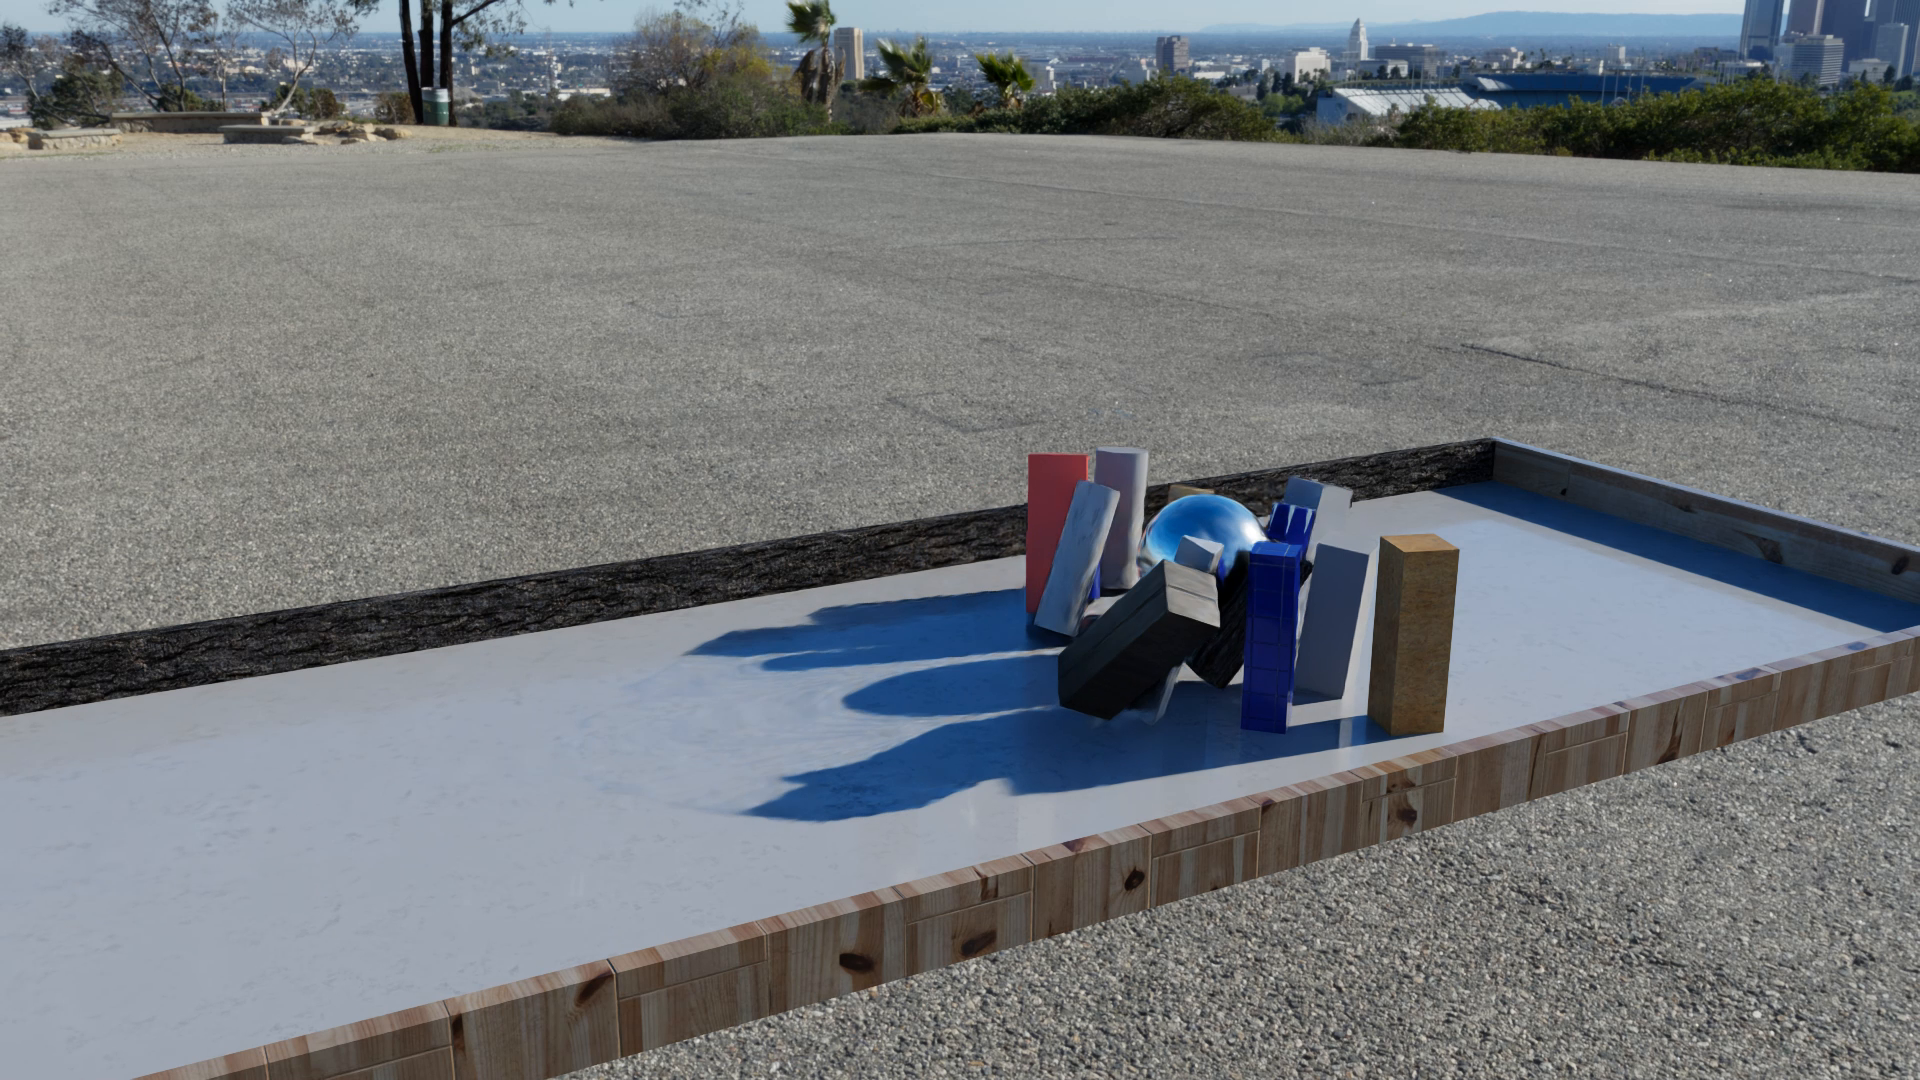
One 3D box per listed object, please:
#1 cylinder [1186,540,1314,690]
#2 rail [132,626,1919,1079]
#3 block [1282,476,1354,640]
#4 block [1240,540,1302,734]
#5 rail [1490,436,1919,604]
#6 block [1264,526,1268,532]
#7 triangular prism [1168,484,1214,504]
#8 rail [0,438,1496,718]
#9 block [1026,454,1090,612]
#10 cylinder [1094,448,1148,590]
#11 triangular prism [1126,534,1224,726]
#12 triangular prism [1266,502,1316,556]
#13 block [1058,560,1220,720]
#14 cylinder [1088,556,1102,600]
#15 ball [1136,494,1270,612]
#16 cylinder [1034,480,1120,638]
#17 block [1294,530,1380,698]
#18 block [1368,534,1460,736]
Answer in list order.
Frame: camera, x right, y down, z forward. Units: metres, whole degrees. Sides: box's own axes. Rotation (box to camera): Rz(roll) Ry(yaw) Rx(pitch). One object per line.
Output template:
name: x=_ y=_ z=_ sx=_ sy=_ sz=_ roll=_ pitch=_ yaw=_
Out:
cylinder: x=0.712 y=0.184 z=4.057 sx=0.120 sy=0.374 sz=0.120 roll=32 pitch=13 yaw=-8
rail: x=-2.336 y=1.006 z=1.665 sx=12.000 sy=0.150 sz=0.050 roll=-9 pitch=18 yaw=-27
block: x=0.915 y=0.051 z=4.414 sx=0.122 sy=0.416 sz=0.122 roll=8 pitch=8 yaw=-38
block: x=0.721 y=0.226 z=3.825 sx=0.104 sy=0.429 sz=0.104 roll=5 pitch=17 yaw=18
rail: x=2.466 y=-0.048 z=5.253 sx=0.050 sy=0.150 sz=2.100 roll=-9 pitch=18 yaw=-27
block: x=0.782 y=0.112 z=4.497 sx=0.407 sy=0.105 sz=0.105 roll=-39 pitch=34 yaw=-27
triangular prism: x=0.622 y=0.025 z=4.631 sx=0.124 sy=0.346 sz=0.107 roll=8 pitch=0 yaw=-1
rail: x=-3.305 y=0.497 z=3.399 sx=12.000 sy=0.150 sz=0.050 roll=-9 pitch=18 yaw=-27
block: x=0.272 y=-0.018 z=4.598 sx=0.160 sy=0.433 sz=0.160 roll=1 pitch=1 yaw=6
cylinder: x=0.462 y=-0.065 z=4.843 sx=0.152 sy=0.397 sz=0.152 roll=3 pitch=9 yaw=-1
triangular prism: x=0.488 y=0.207 z=3.838 sx=0.089 sy=0.444 sz=0.103 roll=23 pitch=19 yaw=17
triangular prism: x=0.829 y=0.090 z=4.372 sx=0.114 sy=0.378 sz=0.099 roll=11 pitch=6 yaw=-8
block: x=0.400 y=0.234 z=3.757 sx=0.138 sy=0.452 sz=0.138 roll=18 pitch=50 yaw=-22
cylinder: x=0.349 y=0.007 z=4.740 sx=0.115 sy=0.316 sz=0.115 roll=1 pitch=5 yaw=0
ball: x=0.628 y=0.053 z=4.238 sx=0.346 sy=0.346 sz=0.346 roll=0 pitch=16 yaw=0
cylinder: x=0.315 y=0.049 z=4.440 sx=0.121 sy=0.407 sz=0.121 roll=17 pitch=-1 yaw=0
block: x=0.926 y=0.181 z=4.052 sx=0.127 sy=0.375 sz=0.127 roll=14 pitch=21 yaw=23
block: x=1.048 y=0.219 z=3.824 sx=0.132 sy=0.444 sz=0.132 roll=-3 pitch=17 yaw=-10
